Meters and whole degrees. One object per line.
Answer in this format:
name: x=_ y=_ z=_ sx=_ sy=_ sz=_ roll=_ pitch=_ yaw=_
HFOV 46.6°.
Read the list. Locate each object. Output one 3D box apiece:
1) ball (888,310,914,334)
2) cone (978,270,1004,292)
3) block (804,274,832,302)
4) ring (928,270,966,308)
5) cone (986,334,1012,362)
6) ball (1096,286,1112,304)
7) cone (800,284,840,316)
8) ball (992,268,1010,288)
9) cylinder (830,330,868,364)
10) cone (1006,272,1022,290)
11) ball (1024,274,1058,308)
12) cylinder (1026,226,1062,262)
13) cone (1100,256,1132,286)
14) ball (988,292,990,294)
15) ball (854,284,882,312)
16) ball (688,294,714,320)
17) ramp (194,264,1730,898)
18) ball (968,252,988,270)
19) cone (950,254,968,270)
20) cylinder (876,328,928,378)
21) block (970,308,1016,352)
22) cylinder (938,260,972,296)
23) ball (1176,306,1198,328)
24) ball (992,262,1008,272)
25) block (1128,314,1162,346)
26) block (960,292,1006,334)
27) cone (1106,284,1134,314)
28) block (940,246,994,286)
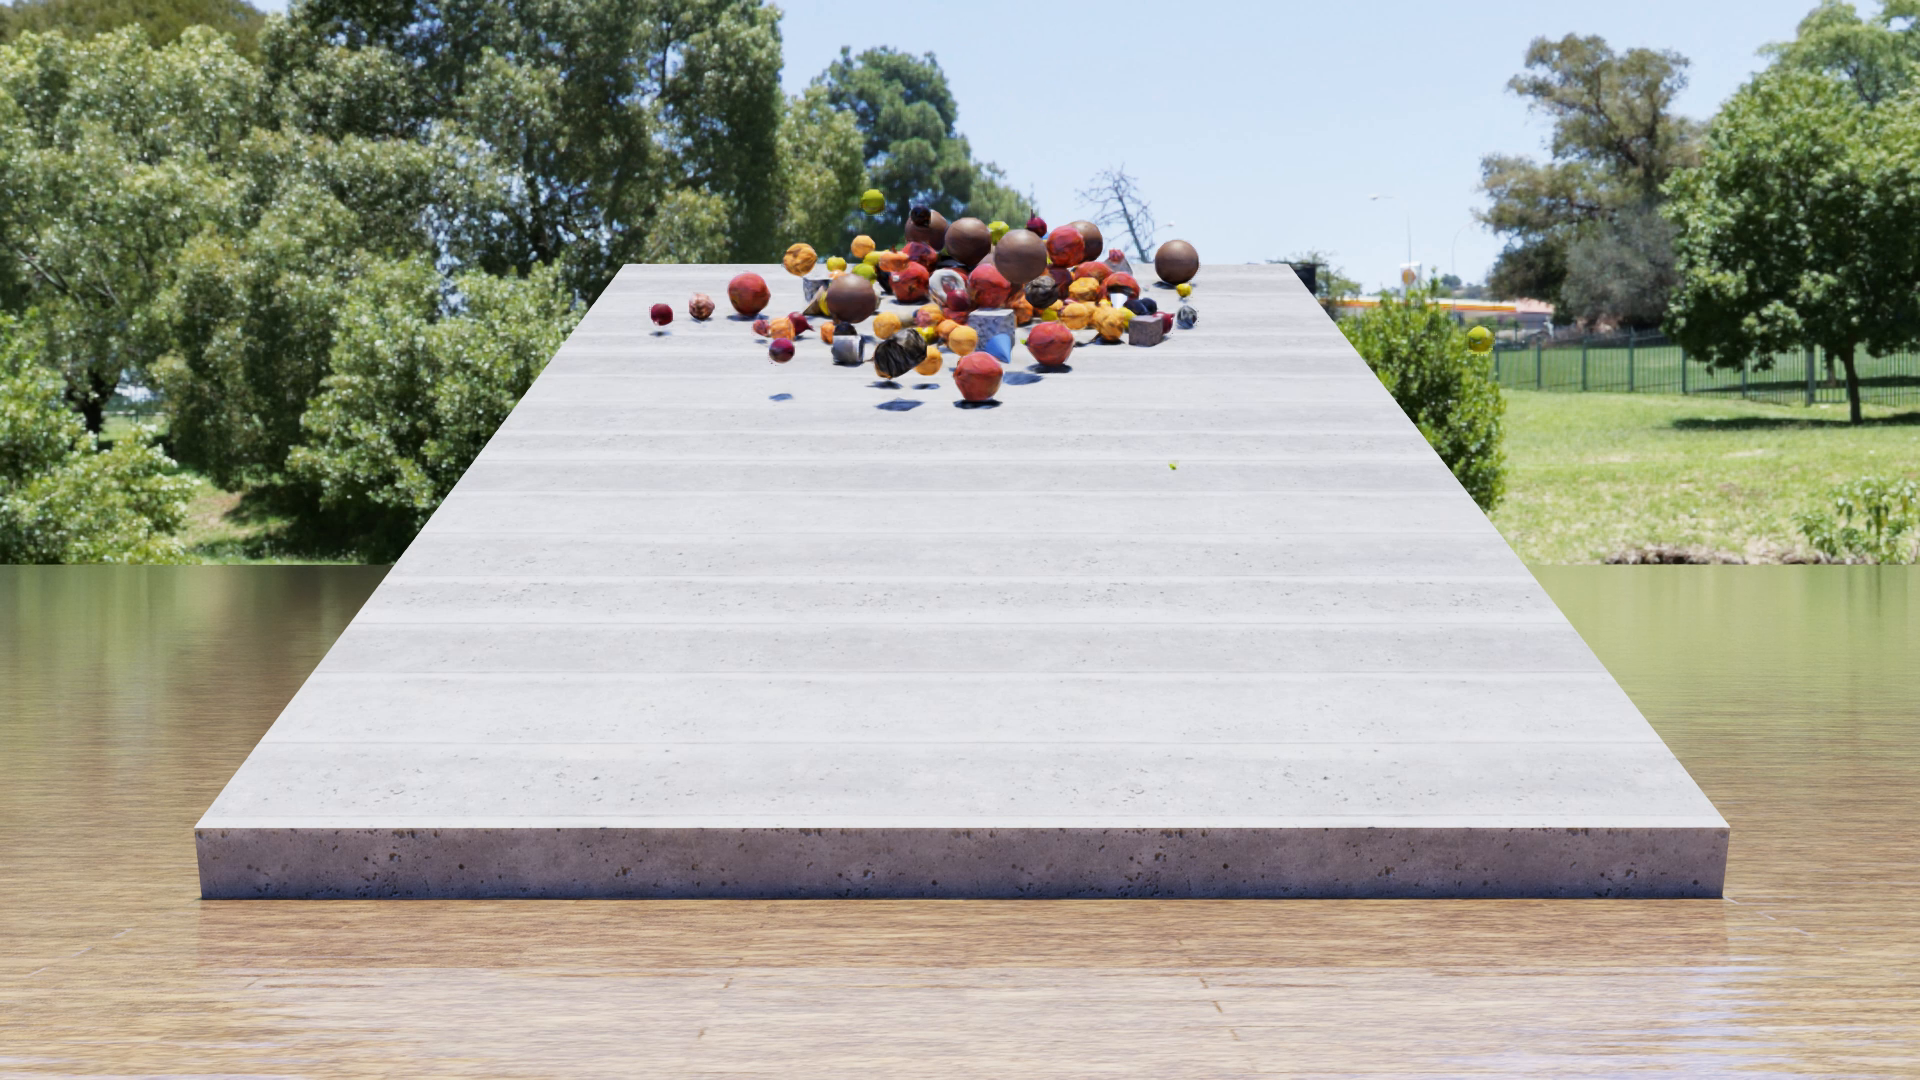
ball: x=-0.150 y=-0.561 z=5.751 sx=0.068 sy=0.068 sz=0.068 roll=0 pitch=0 yaw=0
cone: x=0.071 y=-0.683 z=5.995 sx=0.065 sy=0.065 sz=0.065 roll=-34 pitch=-2 yaw=3
block: x=-0.393 y=-0.696 z=6.182 sx=0.064 sy=0.064 sz=0.064 roll=-7 pitch=19 yaw=-20
ring: x=-0.033 y=-0.653 z=5.804 sx=0.110 sy=0.110 sz=0.037 roll=0 pitch=-20 yaw=-36
cone: x=0.109 y=-0.456 z=5.478 sx=0.071 sy=0.071 sz=0.071 roll=0 pitch=42 yaw=-32
ball: x=0.398 y=-0.674 z=6.133 sx=0.054 sy=0.054 sz=0.054 roll=0 pitch=0 yaw=0
cone: x=-0.388 y=-0.625 z=5.994 sx=0.093 sy=0.093 sz=0.093 roll=-27 pitch=-2 yaw=2
ball: x=0.111 y=-0.725 z=6.186 sx=0.056 sy=0.056 sz=0.056 roll=0 pitch=0 yaw=0
cylinder: x=-0.273 y=-0.467 z=5.450 sx=0.067 sy=0.067 sz=0.067 roll=-24 pitch=-10 yaw=23
cone: x=0.135 y=-0.729 z=6.345 sx=0.057 sy=0.057 sz=0.057 roll=-15 pitch=-10 yaw=41
ball: x=0.212 y=-0.647 z=5.812 sx=0.089 sy=0.089 sz=0.089 roll=0 pitch=0 yaw=0
cylinder: x=0.243 y=-0.860 z=6.488 sx=0.077 sy=0.077 sz=0.077 roll=24 pitch=-9 yaw=-19
cone: x=0.428 y=-0.755 z=6.404 sx=0.099 sy=0.099 sz=0.099 roll=0 pitch=-11 yaw=-26
ball: x=0.064 y=-0.649 z=6.049 sx=0.056 sy=0.056 sz=0.056 roll=0 pitch=0 yaw=0
ball: x=-0.249 y=-0.651 z=6.021 sx=0.076 sy=0.076 sz=0.076 roll=0 pitch=0 yaw=0
ball: x=-0.689 y=-0.622 z=5.938 sx=0.070 sy=0.070 sz=0.070 roll=0 pitch=0 yaw=0
ramp: x=-0.003 y=-0.181 z=4.825 sx=2.000 sy=0.100 sz=4.000 roll=0 pitch=18 yaw=0
ball: x=0.052 y=-0.804 z=6.419 sx=0.053 sy=0.053 sz=0.053 roll=0 pitch=0 yaw=0
cone: x=-0.010 y=-0.813 z=6.622 sx=0.051 sy=0.051 sz=0.051 roll=-33 pitch=6 yaw=-11
cylinder: x=-0.133 y=-0.424 z=5.048 sx=0.087 sy=0.087 sz=0.087 roll=0 pitch=22 yaw=31
block: x=0.081 y=-0.528 z=5.606 sx=0.093 sy=0.093 sz=0.093 roll=5 pitch=18 yaw=16
cylinder: x=-0.016 y=-0.728 z=6.235 sx=0.093 sy=0.093 sz=0.093 roll=-2 pitch=18 yaw=1
ball: x=0.595 y=-0.587 z=5.856 sx=0.055 sy=0.055 sz=0.055 roll=0 pitch=0 yaw=0
ball: x=0.109 y=-0.766 z=6.403 sx=0.063 sy=0.063 sz=0.063 roll=0 pitch=0 yaw=0
block: x=0.471 y=-0.531 z=5.665 sx=0.064 sy=0.064 sz=0.064 roll=10 pitch=20 yaw=29
block: x=0.061 y=-0.590 z=5.802 sx=0.090 sy=0.090 sz=0.090 roll=7 pitch=19 yaw=20
cone: x=0.416 y=-0.628 z=5.871 sx=0.073 sy=0.073 sz=0.073 roll=8 pitch=-9 yaw=1
block: x=0.024 y=-0.771 z=6.319 sx=0.099 sy=0.099 sz=0.099 roll=-2 pitch=14 yaw=43
